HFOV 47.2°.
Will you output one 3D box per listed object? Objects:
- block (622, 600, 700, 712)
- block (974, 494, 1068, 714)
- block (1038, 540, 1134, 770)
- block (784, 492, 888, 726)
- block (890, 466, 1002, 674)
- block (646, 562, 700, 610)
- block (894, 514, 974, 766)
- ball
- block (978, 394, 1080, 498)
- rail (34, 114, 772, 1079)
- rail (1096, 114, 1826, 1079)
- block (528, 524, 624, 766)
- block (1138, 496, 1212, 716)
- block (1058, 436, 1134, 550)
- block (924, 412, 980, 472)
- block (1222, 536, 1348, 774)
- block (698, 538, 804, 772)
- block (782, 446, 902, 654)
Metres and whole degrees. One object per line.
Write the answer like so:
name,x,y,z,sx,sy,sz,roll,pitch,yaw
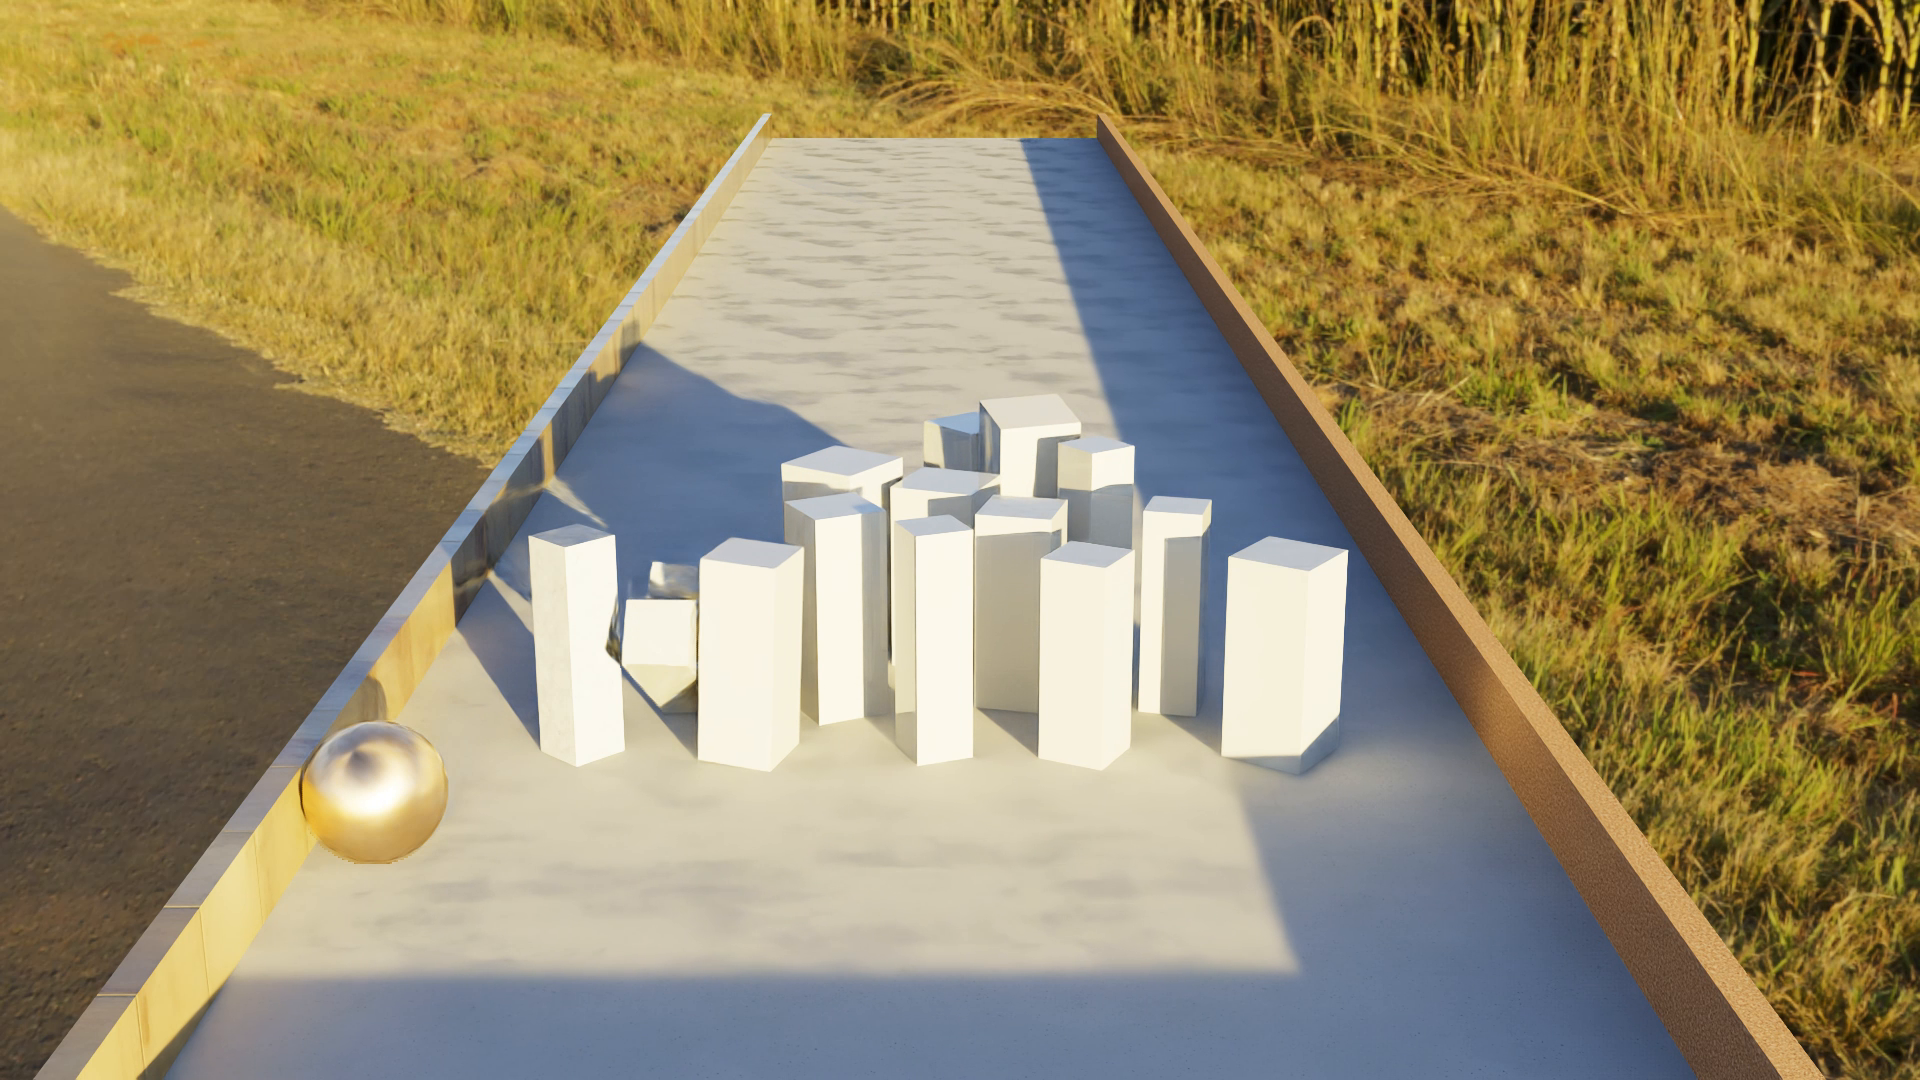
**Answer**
block,-0.510,0.214,3.969,0.115,0.115,0.387,1,-16,4
block,0.115,0.120,4.158,0.144,0.379,0.144,4,17,14
block,0.224,0.203,3.891,0.123,0.372,0.123,9,19,27
block,-0.230,0.127,4.108,0.142,0.395,0.142,-8,19,-26
block,-0.027,0.060,4.382,0.168,0.368,0.168,6,18,20
block,-0.475,0.154,4.180,0.113,0.113,0.380,4,-16,14
block,-0.047,0.177,3.891,0.106,0.422,0.106,-7,18,-22
ball,-0.927,0.399,3.490,0.226,0.226,0.226,0,17,0
block,0.140,-0.056,4.574,0.167,0.455,0.167,-6,25,-13
rail,-1.118,-0.838,7.780,0.050,0.150,12.000,0,17,-1
rail,0.932,-0.844,7.801,0.050,0.150,12.000,0,17,-1
block,-0.678,0.185,3.895,0.106,0.404,0.106,15,22,42
block,0.403,0.124,4.122,0.109,0.392,0.109,4,17,14
block,0.267,0.023,4.382,0.106,0.439,0.106,-12,20,-34
block,0.022,-0.067,4.769,0.147,0.385,0.147,-14,22,-41
block,0.574,0.202,3.895,0.154,0.372,0.154,11,20,33
block,-0.370,0.201,3.885,0.137,0.374,0.137,8,18,15
block,-0.232,0.033,4.412,0.170,0.399,0.170,11,21,33
